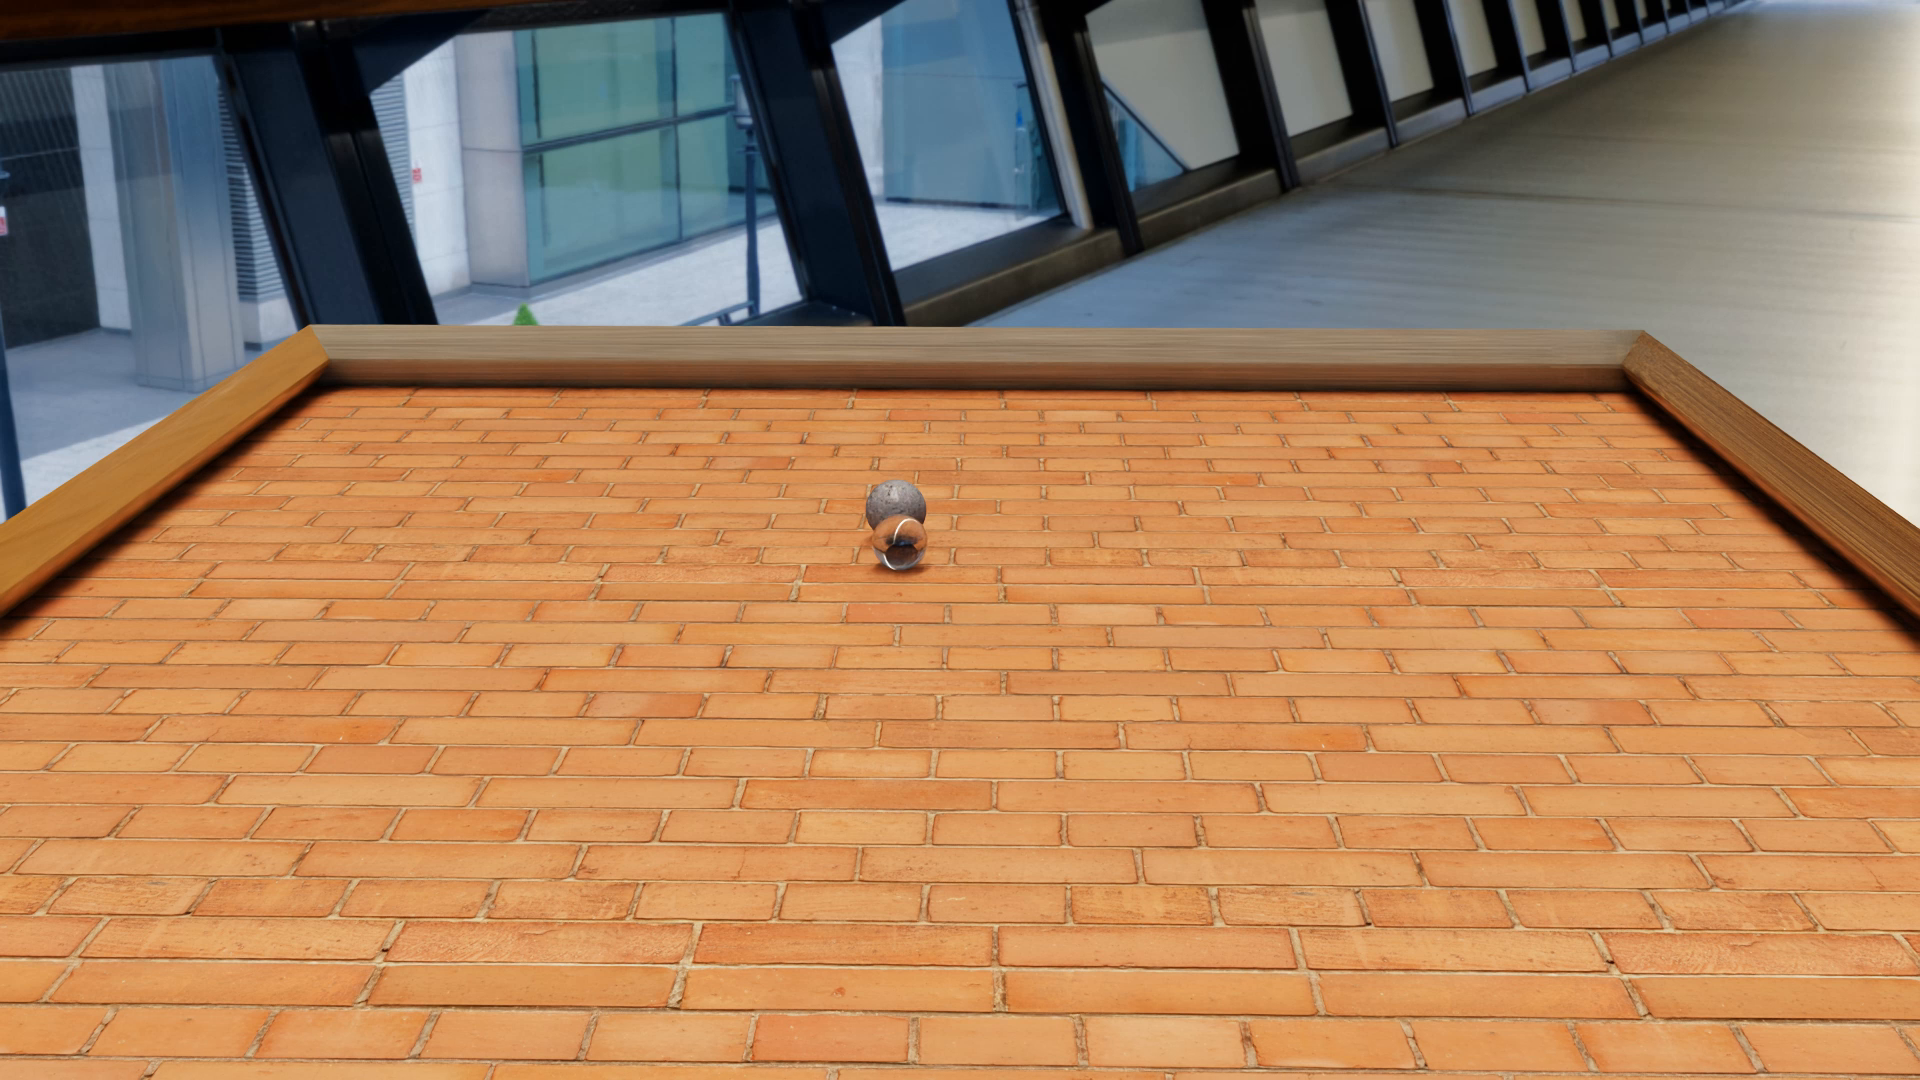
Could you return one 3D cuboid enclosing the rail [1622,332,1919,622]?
[{"bbox_3d":[1.091,0.288,1.779,0.045,0.105,4.084,0,17,1],"label":"rail"}]

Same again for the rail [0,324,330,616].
[{"bbox_3d":[-1.132,0.275,1.822,0.045,0.105,4.084,0,17,1],"label":"rail"}]

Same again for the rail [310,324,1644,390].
[{"bbox_3d":[0.020,-0.304,3.731,2.271,0.105,0.045,0,17,1],"label":"rail"}]

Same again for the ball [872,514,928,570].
[{"bbox_3d":[-0.076,0.002,2.782,0.072,0.072,0.072,0,17,0],"label":"ball"}]

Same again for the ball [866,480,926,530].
[{"bbox_3d":[-0.085,-0.040,2.904,0.081,0.081,0.081,0,17,0],"label":"ball"}]
